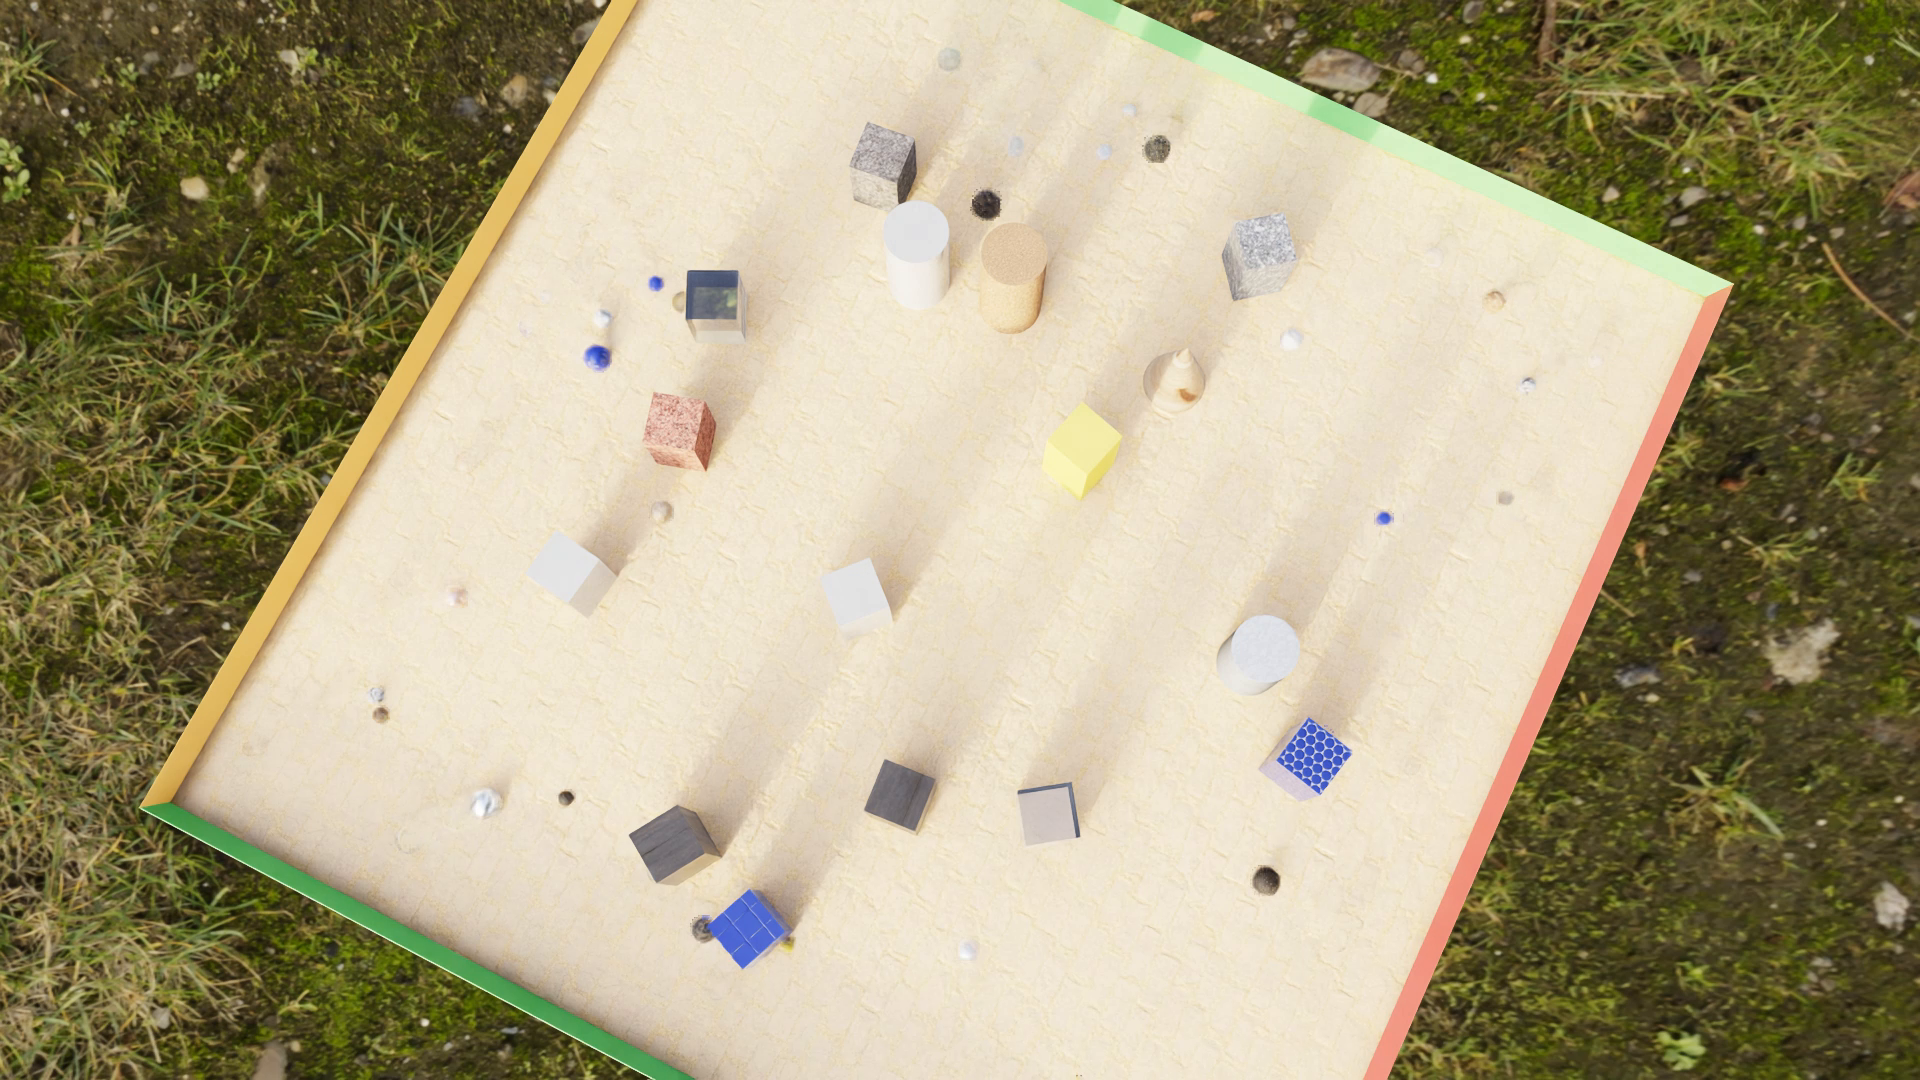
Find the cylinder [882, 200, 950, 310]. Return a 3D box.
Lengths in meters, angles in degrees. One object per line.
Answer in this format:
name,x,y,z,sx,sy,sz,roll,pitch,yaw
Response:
cylinder,-0.129,-0.862,5.581,0.195,0.419,0.195,0,78,0

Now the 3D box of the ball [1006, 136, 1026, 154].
ball,0.180,-1.259,5.846,0.060,0.060,0.060,0,78,0

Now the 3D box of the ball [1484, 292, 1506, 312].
ball,1.673,-0.745,5.737,0.066,0.066,0.066,0,78,0

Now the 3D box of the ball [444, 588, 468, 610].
ball,-1.527,0.178,5.545,0.069,0.069,0.069,0,78,0

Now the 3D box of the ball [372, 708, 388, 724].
ball,-1.733,0.524,5.479,0.047,0.047,0.047,0,78,0

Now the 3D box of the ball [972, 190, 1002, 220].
ball,0.085,-1.060,5.789,0.092,0.092,0.092,0,78,0

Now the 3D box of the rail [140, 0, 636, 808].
rail,-1.567,-0.761,5.708,0.045,0.127,3.568,26,80,5

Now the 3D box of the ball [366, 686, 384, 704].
ball,-1.753,0.465,5.494,0.052,0.052,0.052,0,78,0

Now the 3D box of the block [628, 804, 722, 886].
block,-0.810,0.877,5.243,0.156,0.375,0.156,-31,80,-6

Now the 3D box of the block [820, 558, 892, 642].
block,-0.305,0.179,5.431,0.156,0.291,0.156,-22,79,-4

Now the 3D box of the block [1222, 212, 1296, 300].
block,0.920,-0.871,5.653,0.156,0.281,0.156,-12,79,-2

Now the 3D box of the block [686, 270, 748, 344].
block,-0.749,-0.716,5.644,0.156,0.236,0.156,0,78,0

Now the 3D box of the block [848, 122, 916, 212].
block,-0.238,-1.154,5.718,0.156,0.270,0.156,20,79,4

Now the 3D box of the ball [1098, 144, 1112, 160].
ball,0.462,-1.238,5.848,0.049,0.049,0.049,0,78,0

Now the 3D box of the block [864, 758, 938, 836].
block,-0.169,0.748,5.302,0.156,0.312,0.156,21,79,4

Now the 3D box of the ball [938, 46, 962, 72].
ball,-0.034,-1.547,5.897,0.078,0.078,0.078,0,78,0

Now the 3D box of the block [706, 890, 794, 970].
block,-0.597,1.113,5.247,0.156,0.273,0.156,-41,81,-8

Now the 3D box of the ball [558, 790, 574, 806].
ball,-1.170,0.767,5.434,0.047,0.047,0.047,0,78,0

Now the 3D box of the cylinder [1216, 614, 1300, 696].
cylinder,0.871,0.342,5.381,0.195,0.324,0.195,0,78,0

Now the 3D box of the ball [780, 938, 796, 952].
ball,-0.502,1.183,5.350,0.042,0.042,0.042,0,78,0

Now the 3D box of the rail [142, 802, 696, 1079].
rail,-0.787,1.549,5.230,3.552,0.127,0.045,26,80,5

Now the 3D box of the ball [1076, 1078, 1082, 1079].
ball,0.342,1.574,5.264,0.053,0.053,0.053,0,78,0

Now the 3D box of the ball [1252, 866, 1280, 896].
ball,0.897,1.000,5.367,0.084,0.084,0.084,0,78,0

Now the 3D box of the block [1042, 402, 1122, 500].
block,0.363,-0.261,5.495,0.156,0.344,0.156,41,81,8

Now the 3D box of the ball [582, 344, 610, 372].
ball,-1.127,-0.566,5.690,0.086,0.086,0.086,0,78,0

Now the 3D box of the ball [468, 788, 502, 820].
ball,-1.402,0.779,5.405,0.098,0.098,0.098,0,78,0

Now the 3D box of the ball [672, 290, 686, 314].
ball,-0.863,-0.743,5.729,0.073,0.073,0.073,0,78,0

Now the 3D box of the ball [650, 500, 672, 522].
ball,-0.912,-0.087,5.599,0.069,0.069,0.069,0,78,0

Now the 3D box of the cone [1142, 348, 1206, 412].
cone,0.668,-0.528,5.543,0.195,0.357,0.195,0,78,0

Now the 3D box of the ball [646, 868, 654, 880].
ball,-0.894,0.973,5.380,0.057,0.057,0.057,0,78,0

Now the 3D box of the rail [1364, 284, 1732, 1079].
rail,1.567,0.774,5.391,0.045,0.127,3.568,26,80,5

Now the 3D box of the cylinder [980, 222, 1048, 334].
cylinder,0.158,-0.786,5.550,0.195,0.449,0.195,0,78,0

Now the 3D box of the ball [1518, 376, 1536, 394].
ball,1.760,-0.479,5.688,0.055,0.055,0.055,0,78,0

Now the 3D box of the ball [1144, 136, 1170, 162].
ball,0.628,-1.245,5.831,0.084,0.084,0.084,0,78,0

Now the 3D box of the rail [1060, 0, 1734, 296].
rail,0.787,-1.535,5.868,3.552,0.127,0.045,26,80,5

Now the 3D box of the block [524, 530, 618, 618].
block,-1.152,0.106,5.448,0.156,0.286,0.156,33,80,6

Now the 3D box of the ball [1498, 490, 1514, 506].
ball,1.673,-0.128,5.619,0.047,0.047,0.047,0,78,0

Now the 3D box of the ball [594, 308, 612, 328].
ball,-1.116,-0.693,5.729,0.061,0.061,0.061,0,78,0

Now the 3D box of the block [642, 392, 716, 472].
block,-0.846,-0.324,5.548,0.156,0.266,0.156,10,78,2

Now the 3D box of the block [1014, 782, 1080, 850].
block,0.250,0.799,5.295,0.156,0.306,0.156,-9,78,-2

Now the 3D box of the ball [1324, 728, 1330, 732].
ball,1.077,0.591,5.462,0.064,0.064,0.064,0,78,0

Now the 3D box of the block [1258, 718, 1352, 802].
block,0.999,0.641,5.319,0.156,0.323,0.156,38,81,7

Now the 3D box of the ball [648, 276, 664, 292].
ball,-0.956,-0.805,5.757,0.052,0.052,0.052,0,78,0

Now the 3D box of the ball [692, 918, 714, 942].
ball,-0.746,1.138,5.344,0.072,0.072,0.072,0,78,0

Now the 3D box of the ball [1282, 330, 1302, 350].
ball,1.035,-0.624,5.713,0.064,0.064,0.064,0,78,0

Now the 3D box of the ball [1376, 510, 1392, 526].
ball,1.297,-0.065,5.606,0.048,0.048,0.048,0,78,0

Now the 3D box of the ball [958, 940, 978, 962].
ball,0.024,1.199,5.337,0.061,0.061,0.061,0,78,0
